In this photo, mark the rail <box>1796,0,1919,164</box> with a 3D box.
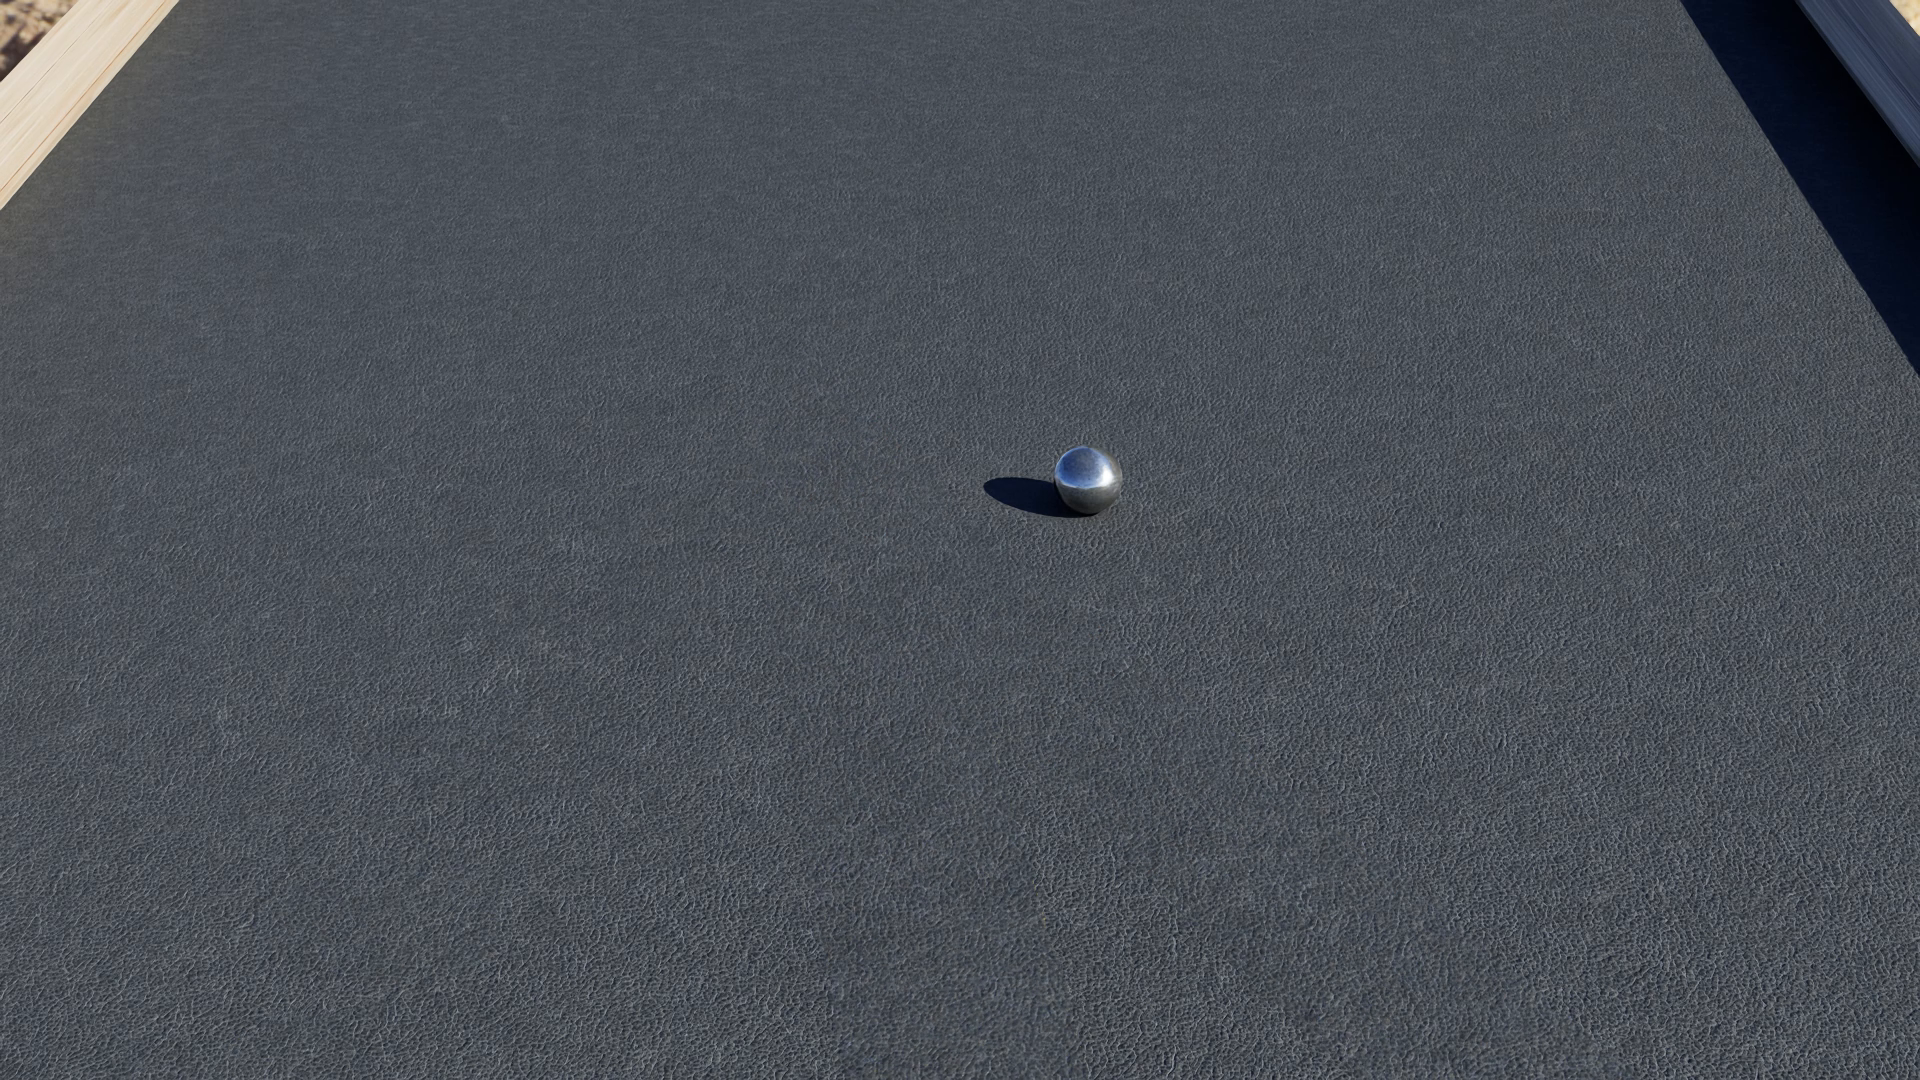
[{"bbox_3d":[0.787,-0.376,2.481,0.045,0.086,3.169,1,28,1],"label":"rail"}]

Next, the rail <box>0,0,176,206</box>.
[{"bbox_3d":[-0.750,-0.393,2.513,0.045,0.086,3.169,1,28,1],"label":"rail"}]

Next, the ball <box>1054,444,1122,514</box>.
[{"bbox_3d":[0.082,-0.039,1.886,0.045,0.045,0.045,0,28,0],"label":"ball"}]
